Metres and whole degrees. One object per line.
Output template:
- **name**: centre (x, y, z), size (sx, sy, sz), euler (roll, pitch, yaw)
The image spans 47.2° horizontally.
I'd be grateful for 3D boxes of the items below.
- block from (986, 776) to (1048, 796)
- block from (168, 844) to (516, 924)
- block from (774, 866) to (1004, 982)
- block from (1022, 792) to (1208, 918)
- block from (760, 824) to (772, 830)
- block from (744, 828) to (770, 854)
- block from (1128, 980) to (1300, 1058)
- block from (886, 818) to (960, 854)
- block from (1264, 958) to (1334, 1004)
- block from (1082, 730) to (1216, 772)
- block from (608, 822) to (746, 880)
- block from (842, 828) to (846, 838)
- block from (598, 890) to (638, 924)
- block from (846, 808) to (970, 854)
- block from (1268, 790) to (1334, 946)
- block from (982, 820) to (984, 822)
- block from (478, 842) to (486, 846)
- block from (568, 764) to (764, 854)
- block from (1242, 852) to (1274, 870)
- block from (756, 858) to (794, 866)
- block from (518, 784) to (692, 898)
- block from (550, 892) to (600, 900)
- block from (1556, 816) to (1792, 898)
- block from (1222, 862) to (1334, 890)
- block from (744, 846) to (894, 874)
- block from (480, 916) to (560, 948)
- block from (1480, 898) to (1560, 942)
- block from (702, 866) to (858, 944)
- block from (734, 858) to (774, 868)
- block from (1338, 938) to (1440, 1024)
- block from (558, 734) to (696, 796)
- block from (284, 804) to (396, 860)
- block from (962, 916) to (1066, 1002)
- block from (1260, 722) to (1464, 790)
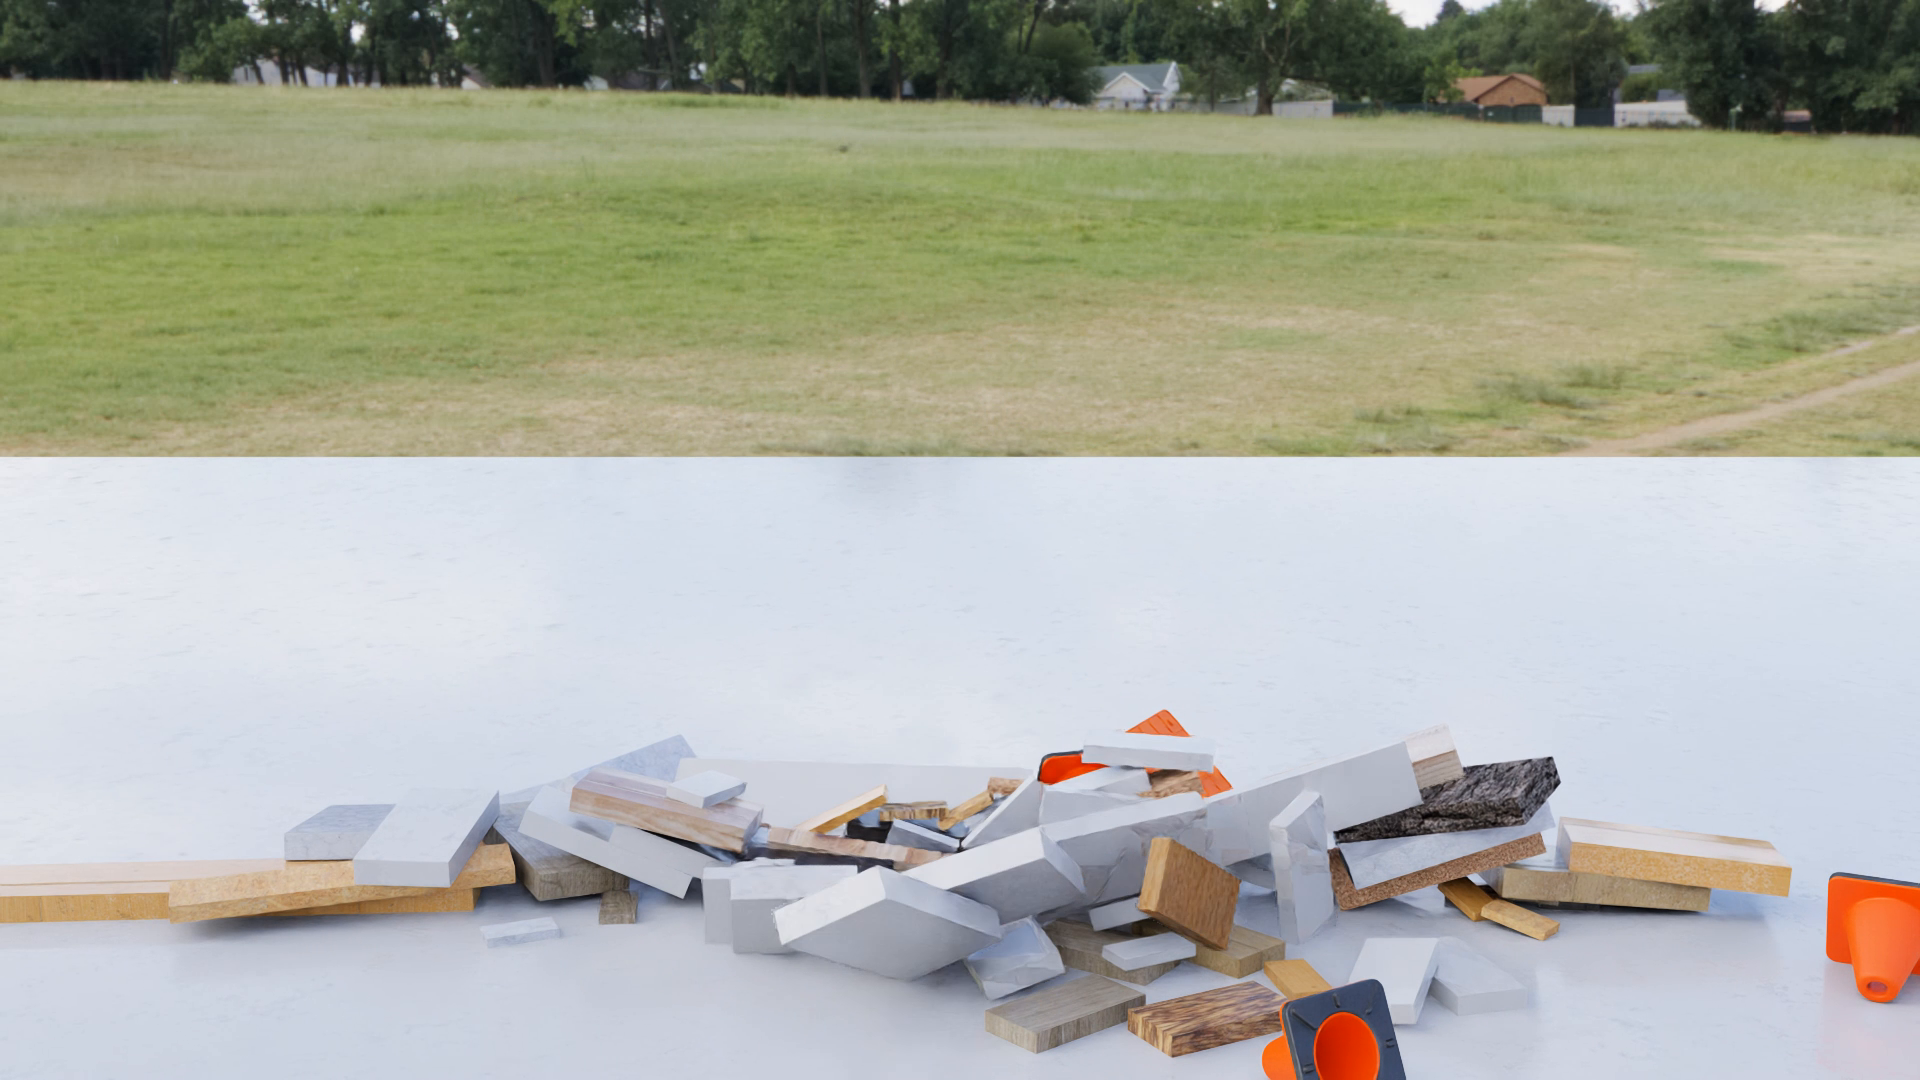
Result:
- **block**: centre (0.096, 0.412, 3.654), size (0.099, 0.014, 0.050), euler (5, 9, 5)
- **block**: centre (-0.994, 0.553, 3.552), size (0.533, 0.028, 0.100), euler (-4, 16, -17)
- **block**: centre (-0.095, 0.550, 3.130), size (0.172, 0.049, 0.344), euler (-27, -30, 19)
- **block**: centre (0.237, 0.482, 3.375), size (0.286, 0.143, 0.041), euler (-10, 34, -15)
- **block**: centre (-0.338, 0.522, 3.752), size (0.060, 0.121, 0.017), euler (4, 51, 19)
- **block**: centre (-0.276, 0.511, 3.656), size (0.157, 0.022, 0.078), euler (11, 10, -4)
- **block**: centre (0.360, 0.677, 3.115), size (0.220, 0.031, 0.110), euler (-6, 12, -29)
- **block**: centre (-0.062, 0.495, 3.583), size (0.113, 0.057, 0.016), euler (19, 42, 0)
- **block**: centre (0.503, 0.656, 3.267), size (0.063, 0.018, 0.126), euler (-2, 11, -12)
- **block**: centre (0.316, 0.352, 3.668), size (0.216, 0.031, 0.108), euler (4, 9, 7)
- **block**: centre (-0.432, 0.515, 3.658), size (0.291, 0.041, 0.145), euler (22, 9, -5)
- **block**: centre (-0.102, 0.539, 3.656), size (0.205, 0.029, 0.103), euler (22, 10, -3)
- **block**: centre (-0.555, 0.598, 3.581), size (0.057, 0.016, 0.114), euler (-1, 11, -5)
- **block**: centre (-0.087, 0.484, 3.665), size (0.205, 0.029, 0.103), euler (7, 10, -4)
- **block**: centre (0.534, 0.512, 3.434), size (0.031, 0.217, 0.108), euler (10, 31, 38)
- **block**: centre (0.135, 0.496, 3.654), size (0.199, 0.028, 0.099), euler (14, 10, 1)
- **block**: centre (-0.753, 0.549, 3.814), size (0.201, 0.028, 0.100), euler (4, 12, 23)
- **block**: centre (-0.481, 0.441, 3.621), size (0.291, 0.041, 0.145), euler (13, 10, 5)
- **block**: centre (0.430, 0.485, 3.656), size (0.249, 0.035, 0.125), euler (17, 11, 3)
- **block**: centre (-0.293, 0.562, 3.482), size (0.060, 0.121, 0.017), euler (3, 22, 2)
- **block**: centre (-0.577, 0.500, 3.655), size (0.291, 0.041, 0.145), euler (23, 9, -3)
- **block**: centre (-0.653, 0.580, 3.680), size (0.114, 0.016, 0.057), euler (-4, 11, -23)
- **block**: centre (1.166, 0.518, 3.608), size (0.342, 0.048, 0.171), euler (6, 7, 8)
- **block**: centre (0.492, 0.538, 3.669), size (0.249, 0.035, 0.125), euler (17, 11, 1)
- **block**: centre (-0.219, 0.558, 3.505), size (0.238, 0.119, 0.034), euler (3, 30, 16)
- **block**: centre (-0.695, 0.619, 3.469), size (0.114, 0.016, 0.057), euler (-5, 11, -23)
- **block**: centre (0.892, 0.604, 3.504), size (0.109, 0.015, 0.054), euler (20, 20, 36)
- **block**: centre (-0.279, 0.570, 3.437), size (0.238, 0.119, 0.034), euler (-1, 24, -3)
- **block**: centre (-0.317, 0.560, 3.458), size (0.060, 0.121, 0.017), euler (-6, 24, 0)
- **block**: centre (0.628, 0.641, 3.207), size (0.107, 0.030, 0.214), euler (-5, 14, 23)
- **block**: centre (-0.571, 0.460, 3.977), size (0.044, 0.154, 0.309), euler (-43, -14, 30)
- **block**: centre (-1.060, 0.509, 3.850), size (0.158, 0.045, 0.317), euler (-1, 2, -2)
- **block**: centre (0.066, 0.617, 3.334), size (0.122, 0.034, 0.243), euler (-19, 14, -9)
- **block**: centre (0.668, 0.398, 3.679), size (0.331, 0.047, 0.166), euler (-18, 8, 10)
